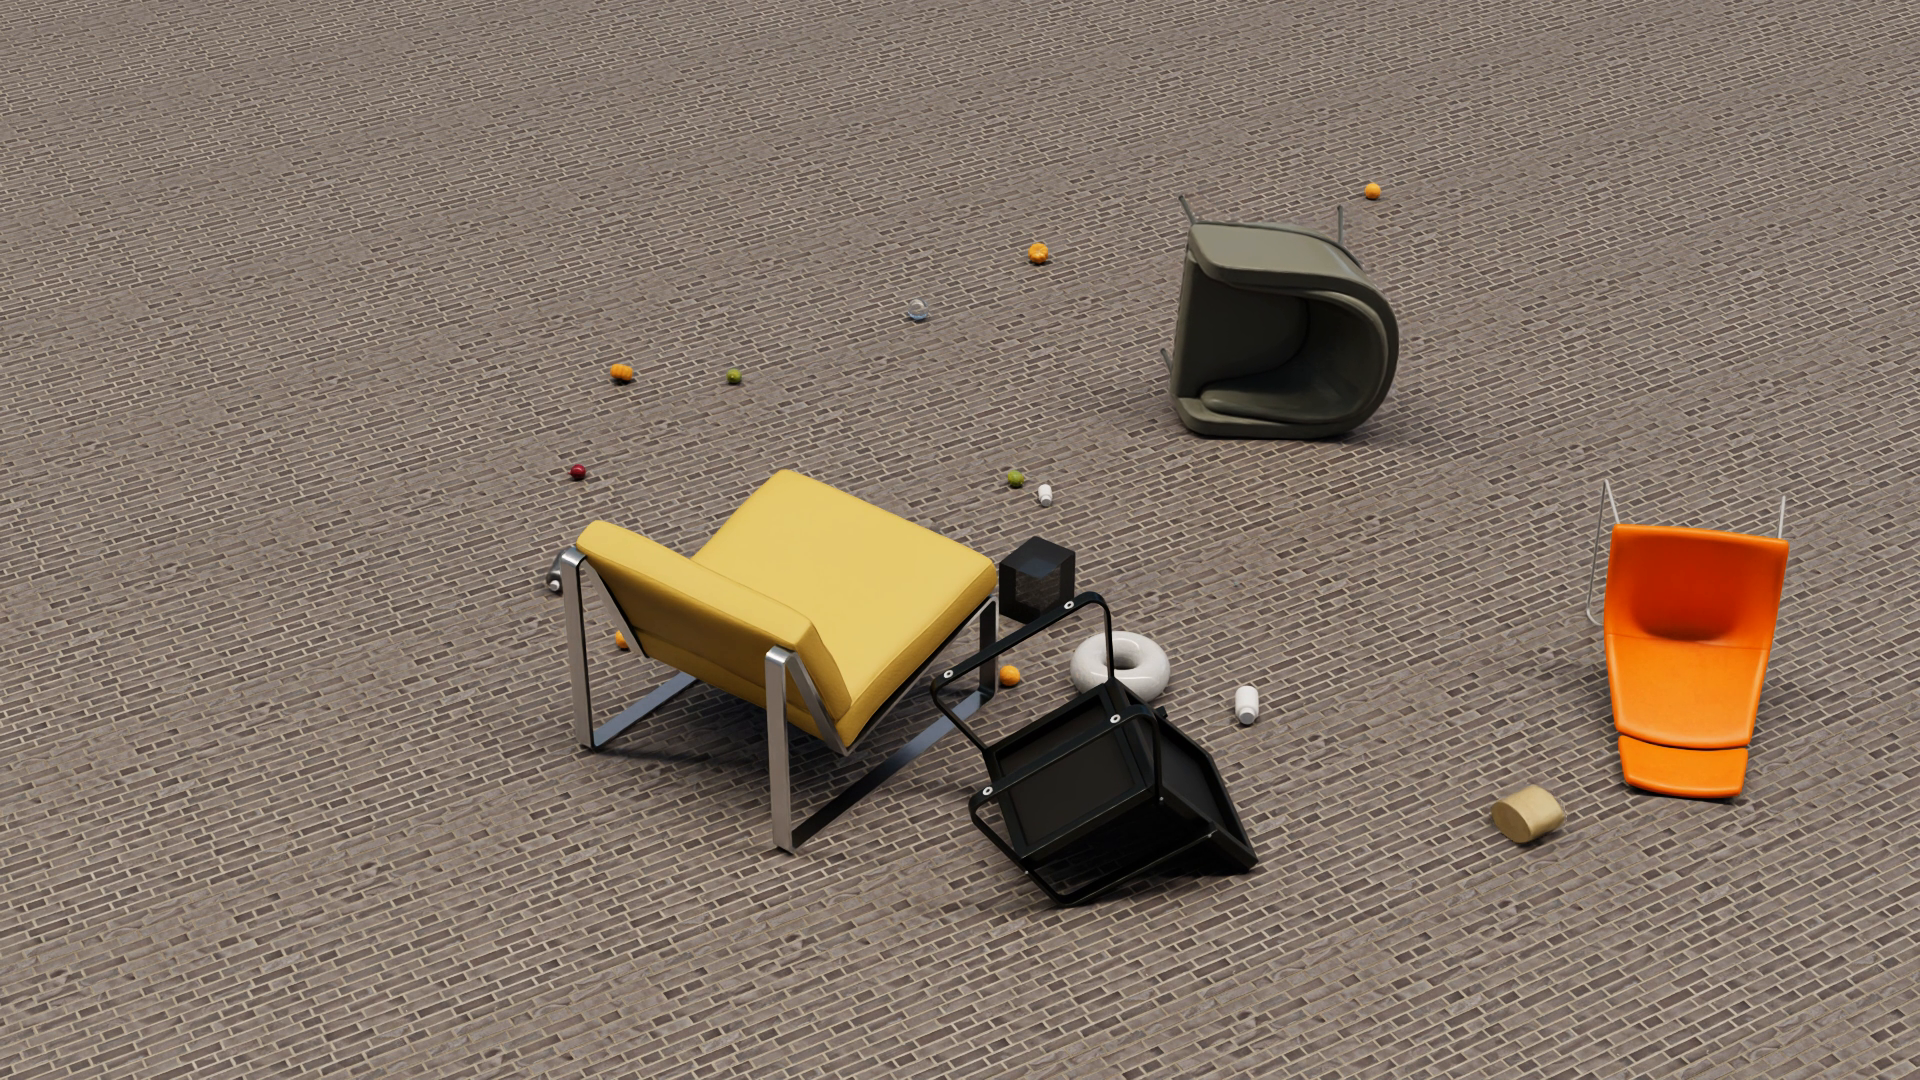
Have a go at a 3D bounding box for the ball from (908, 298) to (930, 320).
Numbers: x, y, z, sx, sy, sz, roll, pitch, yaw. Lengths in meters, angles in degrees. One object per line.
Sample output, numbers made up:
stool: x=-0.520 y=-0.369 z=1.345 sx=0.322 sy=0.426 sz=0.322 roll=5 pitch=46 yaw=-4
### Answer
ball: x=-0.175 y=-0.973 z=12.339 sx=0.092 sy=0.092 sz=0.092 roll=0 pitch=33 yaw=0

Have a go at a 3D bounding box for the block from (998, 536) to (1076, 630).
block: x=0.276 y=0.153 z=10.511 sx=0.180 sy=0.220 sz=0.218 roll=22 pitch=39 yaw=30

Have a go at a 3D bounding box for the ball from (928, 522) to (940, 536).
ball: x=-0.098 y=-0.042 z=10.963 sx=0.050 sy=0.050 sz=0.050 roll=0 pitch=33 yaw=0

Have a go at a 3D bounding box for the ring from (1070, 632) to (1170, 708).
ring: x=0.554 y=0.446 z=10.147 sx=0.348 sy=0.135 sz=0.345 roll=-7 pitch=35 yaw=-13

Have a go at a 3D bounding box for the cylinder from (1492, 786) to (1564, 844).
cylinder: x=1.835 y=0.887 z=9.482 sx=0.148 sy=0.128 sz=0.180 roll=-21 pitch=36 yaw=-28

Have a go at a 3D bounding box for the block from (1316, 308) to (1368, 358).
block: x=1.582 y=-0.856 z=12.141 sx=0.153 sy=0.112 sz=0.150 roll=28 pitch=42 yaw=35
